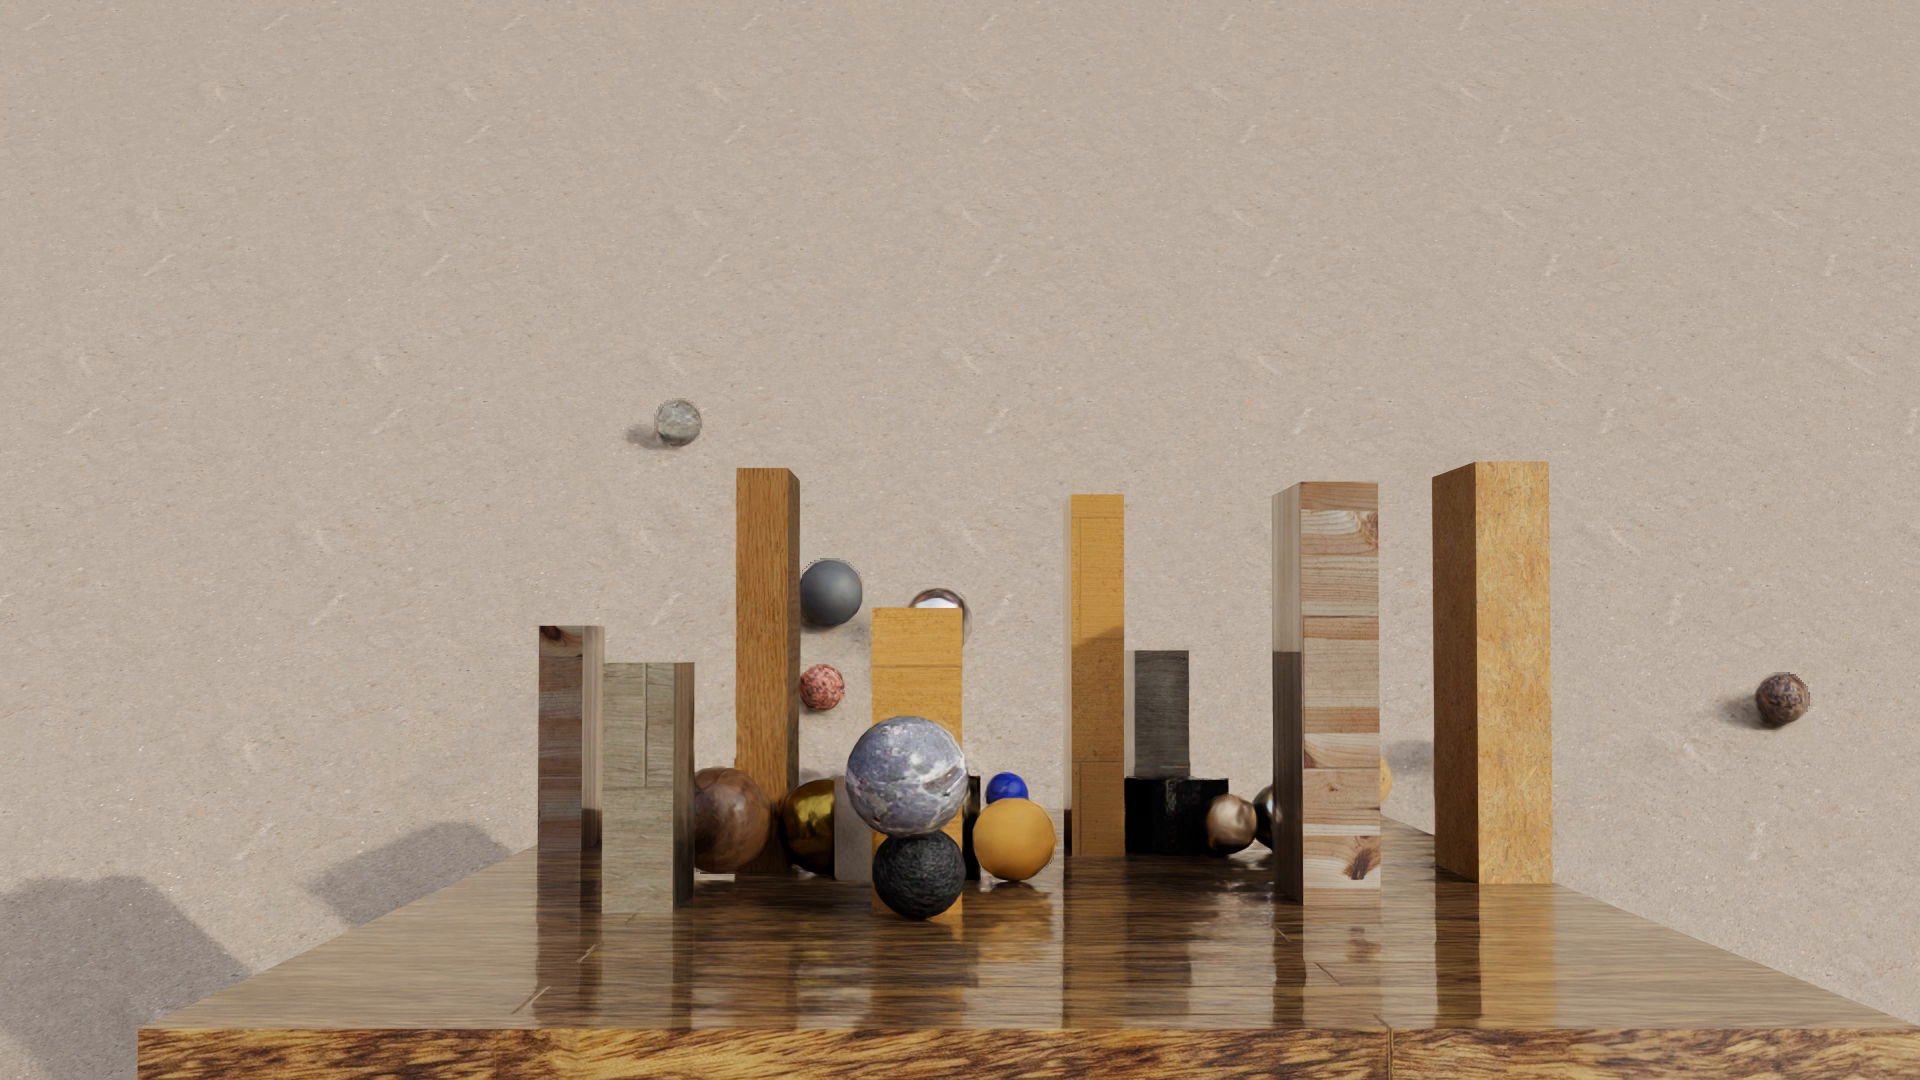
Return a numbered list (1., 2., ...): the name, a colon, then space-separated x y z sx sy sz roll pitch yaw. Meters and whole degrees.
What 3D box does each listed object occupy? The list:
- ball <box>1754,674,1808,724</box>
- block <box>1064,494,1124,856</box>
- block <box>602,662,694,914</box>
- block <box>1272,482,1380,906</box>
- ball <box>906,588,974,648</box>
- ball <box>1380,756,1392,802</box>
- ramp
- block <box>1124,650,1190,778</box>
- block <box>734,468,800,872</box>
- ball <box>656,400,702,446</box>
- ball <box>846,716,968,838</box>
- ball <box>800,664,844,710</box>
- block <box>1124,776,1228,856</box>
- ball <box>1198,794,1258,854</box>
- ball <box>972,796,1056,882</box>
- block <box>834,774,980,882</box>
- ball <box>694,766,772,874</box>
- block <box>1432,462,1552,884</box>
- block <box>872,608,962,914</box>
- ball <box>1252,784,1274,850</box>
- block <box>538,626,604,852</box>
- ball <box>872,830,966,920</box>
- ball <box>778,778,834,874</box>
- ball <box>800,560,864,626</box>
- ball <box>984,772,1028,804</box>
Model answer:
1. ball: 2.299 0.446 7.279 0.142 0.142 0.142 0 37 0
2. block: 0.283 0.286 5.550 0.109 0.742 0.418 0 -2 0
3. block: -0.519 0.406 4.354 0.114 0.401 0.329 0 -2 0
4. block: 0.633 0.262 4.529 0.129 0.704 0.410 0 -2 0
5. ball: -0.064 0.238 7.507 0.204 0.204 0.204 0 37 0
6. ball: 1.074 0.636 6.933 0.157 0.157 0.157 0 37 0
7. ramp: 0.080 0.680 4.905 2.000 0.100 4.000 0 -2 0
8. block: 0.431 0.453 5.718 0.116 0.421 0.344 0 -2 0
9. block: -0.379 0.255 5.158 0.099 0.771 0.368 0 -2 0
10. ball: -0.906 -0.376 8.382 0.147 0.147 0.147 0 37 0
11. ball: -0.082 0.367 4.031 0.191 0.191 0.191 0 37 0
12. ball: -0.389 0.415 7.329 0.130 0.130 0.130 0 37 0
13. block: 0.453 0.575 5.432 0.153 0.153 0.153 2 -3 -40
14. ball: 0.551 0.582 5.334 0.122 0.122 0.122 0 37 0
15. ball: 0.098 0.547 4.755 0.154 0.154 0.154 0 37 0
16. block: -0.099 0.531 4.807 0.191 0.191 0.191 2 -3 -43
17. ball: -0.452 0.524 4.866 0.199 0.199 0.199 0 37 0
18. block: 1.007 0.249 4.943 0.134 0.766 0.438 0 -2 0
19. block: -0.069 0.359 4.307 0.146 0.491 0.264 0 -2 0
20. ball: 0.679 0.581 5.460 0.144 0.144 0.144 0 37 0
21. block: -0.842 0.424 5.646 0.092 0.474 0.343 0 -2 0
22. ball: -0.065 0.522 4.093 0.148 0.148 0.148 0 37 0
23. ball: -0.255 0.541 4.913 0.179 0.179 0.179 0 37 0
24. ball: -0.381 0.155 7.626 0.194 0.194 0.194 0 37 0
25. ball: 0.119 0.645 6.604 0.111 0.111 0.111 0 37 0
